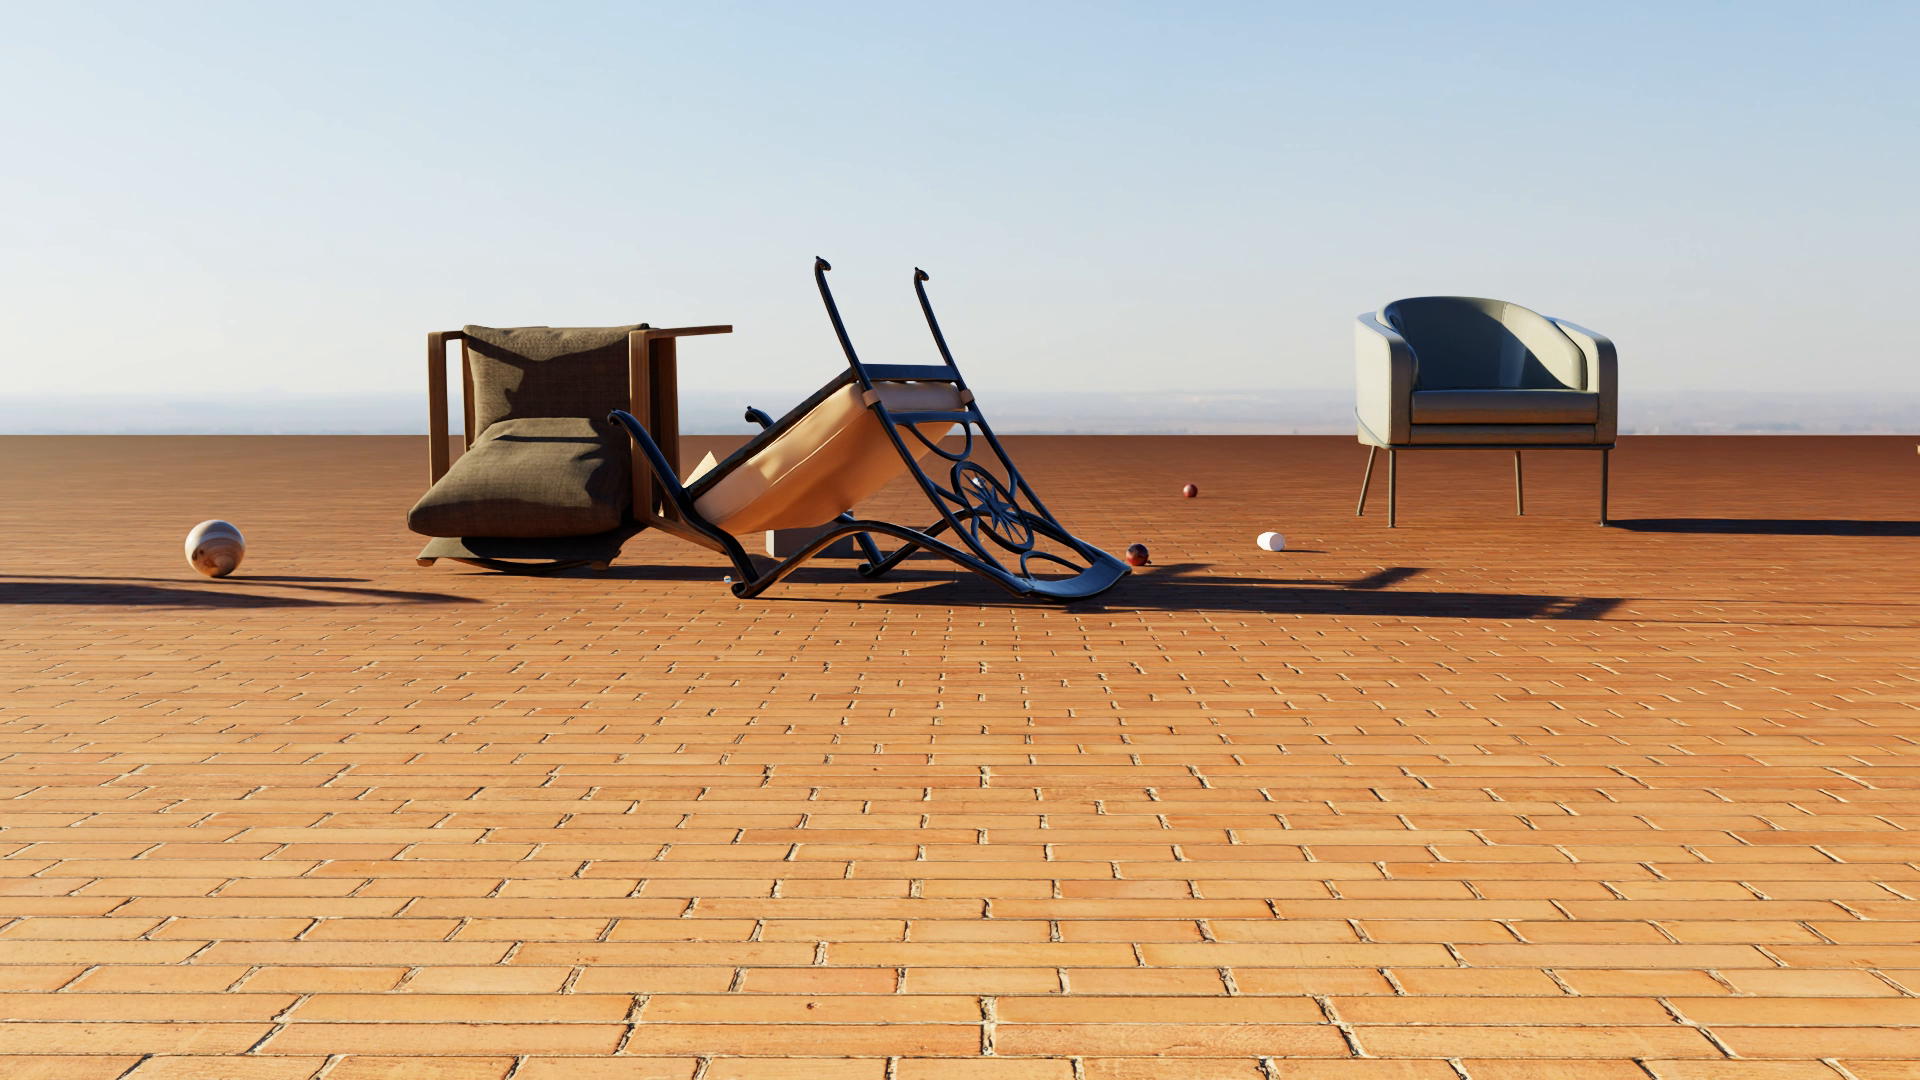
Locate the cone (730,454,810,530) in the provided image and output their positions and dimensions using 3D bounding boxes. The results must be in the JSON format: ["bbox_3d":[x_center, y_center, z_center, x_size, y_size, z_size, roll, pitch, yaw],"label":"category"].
[{"bbox_3d":[-0.649,-0.100,7.146,0.278,0.246,0.325,26,26,-5],"label":"cone"}]

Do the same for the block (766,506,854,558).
[{"bbox_3d":[-0.412,-0.024,6.003,0.214,0.122,0.241,-1,4,-10],"label":"block"}]

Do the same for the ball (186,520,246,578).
[{"bbox_3d":[-1.778,0.020,5.251,0.137,0.137,0.137,0,4,0],"label":"ball"}]

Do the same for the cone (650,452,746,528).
[{"bbox_3d":[-0.882,-0.104,7.163,0.283,0.273,0.242,-26,-2,-6],"label":"cone"}]

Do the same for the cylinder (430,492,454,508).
[{"bbox_3d":[-1.950,-0.151,8.272,0.069,0.064,0.064,-16,-7,39],"label":"cylinder"}]
